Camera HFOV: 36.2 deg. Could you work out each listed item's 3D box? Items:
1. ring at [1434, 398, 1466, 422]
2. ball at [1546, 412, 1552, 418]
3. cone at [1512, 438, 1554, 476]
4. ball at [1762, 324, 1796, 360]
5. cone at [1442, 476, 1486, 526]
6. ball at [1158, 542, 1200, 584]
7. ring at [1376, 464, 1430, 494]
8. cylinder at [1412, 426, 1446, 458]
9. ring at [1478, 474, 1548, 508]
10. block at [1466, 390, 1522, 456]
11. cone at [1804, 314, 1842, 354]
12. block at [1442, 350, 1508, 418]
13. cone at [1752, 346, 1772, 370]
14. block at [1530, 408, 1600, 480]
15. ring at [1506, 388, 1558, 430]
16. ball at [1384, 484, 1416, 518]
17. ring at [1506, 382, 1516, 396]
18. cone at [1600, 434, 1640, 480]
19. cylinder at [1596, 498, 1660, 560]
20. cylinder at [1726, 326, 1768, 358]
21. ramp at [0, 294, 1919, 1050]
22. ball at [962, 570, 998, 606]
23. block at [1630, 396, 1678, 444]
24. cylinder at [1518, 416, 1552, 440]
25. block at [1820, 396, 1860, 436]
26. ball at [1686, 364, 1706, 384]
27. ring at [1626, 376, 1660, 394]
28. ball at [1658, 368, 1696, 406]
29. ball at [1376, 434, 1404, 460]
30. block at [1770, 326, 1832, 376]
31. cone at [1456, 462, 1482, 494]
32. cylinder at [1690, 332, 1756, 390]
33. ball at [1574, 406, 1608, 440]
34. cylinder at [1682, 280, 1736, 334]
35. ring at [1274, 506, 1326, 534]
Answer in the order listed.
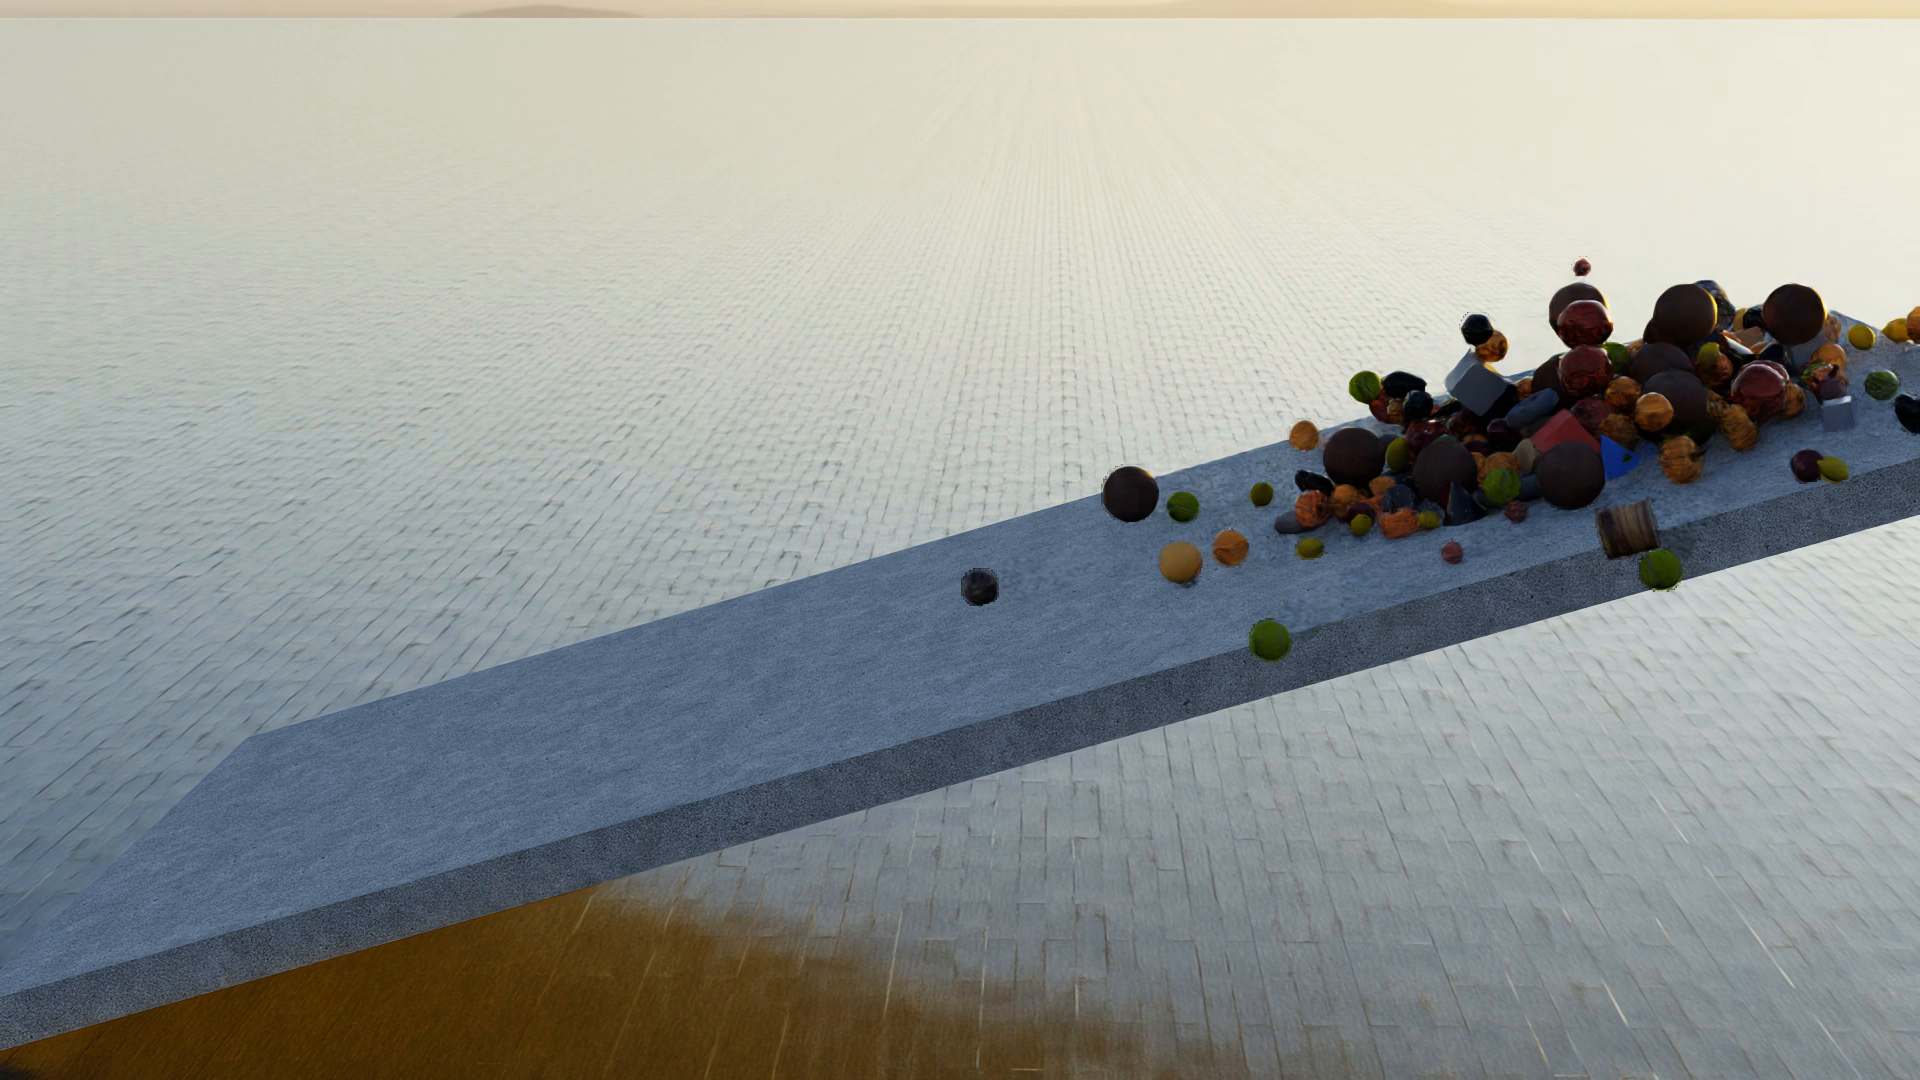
[{"bbox_3d":[1.049,-0.278,6.298,0.079,0.026,0.079,-33,2,1],"label":"ring"},{"bbox_3d":[1.256,-0.263,6.390,0.060,0.060,0.060,0,11,0],"label":"ball"},{"bbox_3d":[1.186,-0.158,5.988,0.087,0.087,0.087,8,8,-18],"label":"cone"},{"bbox_3d":[1.774,-0.424,6.342,0.086,0.086,0.086,0,11,0],"label":"ball"},{"bbox_3d":[0.979,-0.082,5.769,0.089,0.089,0.089,-16,10,3],"label":"cone"},{"bbox_3d":[0.445,0.045,5.964,0.086,0.086,0.086,0,11,0],"label":"ball"},{"bbox_3d":[0.939,-0.128,6.232,0.122,0.041,0.122,-17,11,3],"label":"ring"},{"bbox_3d":[1.033,-0.214,6.480,0.063,0.063,0.063,5,-15,25],"label":"cylinder"},{"bbox_3d":[1.084,-0.095,5.770,0.137,0.046,0.137,-13,3,1],"label":"ring"},{"bbox_3d":[1.156,-0.258,6.263,0.097,0.097,0.097,39,14,-13],"label":"block"},{"bbox_3d":[1.863,-0.422,6.313,0.089,0.089,0.089,-1,36,-6],"label":"cone"},{"bbox_3d":[1.095,-0.333,6.243,0.090,0.090,0.090,35,16,-11],"label":"block"},{"bbox_3d":[1.729,-0.399,6.379,0.050,0.050,0.050,-16,11,3],"label":"cone"},{"bbox_3d":[1.210,-0.192,5.873,0.094,0.094,0.094,-43,8,9],"label":"block"},{"bbox_3d":[1.159,-0.265,5.962,0.118,0.039,0.118,-34,5,3],"label":"ring"},{"bbox_3d":[0.892,-0.079,5.963,0.067,0.067,0.067,0,11,0],"label":"ball"},{"bbox_3d":[1.176,-0.308,6.385,0.078,0.078,0.026,-12,46,-46],"label":"ring"},{"bbox_3d":[1.271,-0.175,5.745,0.083,0.083,0.083,-32,14,9],"label":"cone"},{"bbox_3d":[1.160,-0.018,5.104,0.088,0.088,0.088,-15,6,19],"label":"cylinder"},{"bbox_3d":[1.714,-0.418,6.427,0.079,0.079,0.079,-16,11,2],"label":"cylinder"},{"bbox_3d":[0.091,0.187,6.319,4.000,0.100,2.000,-16,10,5],"label":"ramp"},{"bbox_3d":[0.044,0.103,6.341,0.077,0.077,0.077,0,11,0],"label":"ball"},{"bbox_3d":[1.405,-0.244,5.953,0.063,0.063,0.063,26,36,31],"label":"block"},{"bbox_3d":[1.187,-0.222,6.023,0.069,0.069,0.069,-1,7,-5],"label":"cylinder"},{"bbox_3d":[1.667,-0.236,5.572,0.055,0.055,0.055,-12,11,25],"label":"block"},{"bbox_3d":[1.606,-0.366,6.394,0.050,0.050,0.050,0,11,0],"label":"ball"},{"bbox_3d":[1.513,-0.345,6.516,0.075,0.025,0.075,-18,7,2],"label":"ring"},{"bbox_3d":[1.448,-0.310,5.935,0.075,0.075,0.075,0,11,0],"label":"ball"},{"bbox_3d":[0.960,-0.208,6.574,0.062,0.062,0.062,0,11,0],"label":"ball"},{"bbox_3d":[1.773,-0.398,6.204,0.083,0.083,0.083,-19,10,-12],"label":"block"},{"bbox_3d":[1.028,-0.129,6.013,0.065,0.065,0.065,-16,10,3],"label":"cone"},{"bbox_3d":[1.602,-0.374,6.172,0.097,0.097,0.097,20,-4,-37],"label":"cylinder"},{"bbox_3d":[1.316,-0.243,6.140,0.073,0.073,0.073,0,11,0],"label":"ball"},{"bbox_3d":[1.703,-0.530,6.690,0.095,0.095,0.095,-1,31,-4],"label":"cylinder"},{"bbox_3d":[0.710,-0.041,6.142,0.112,0.037,0.112,-16,8,2],"label":"ring"}]
